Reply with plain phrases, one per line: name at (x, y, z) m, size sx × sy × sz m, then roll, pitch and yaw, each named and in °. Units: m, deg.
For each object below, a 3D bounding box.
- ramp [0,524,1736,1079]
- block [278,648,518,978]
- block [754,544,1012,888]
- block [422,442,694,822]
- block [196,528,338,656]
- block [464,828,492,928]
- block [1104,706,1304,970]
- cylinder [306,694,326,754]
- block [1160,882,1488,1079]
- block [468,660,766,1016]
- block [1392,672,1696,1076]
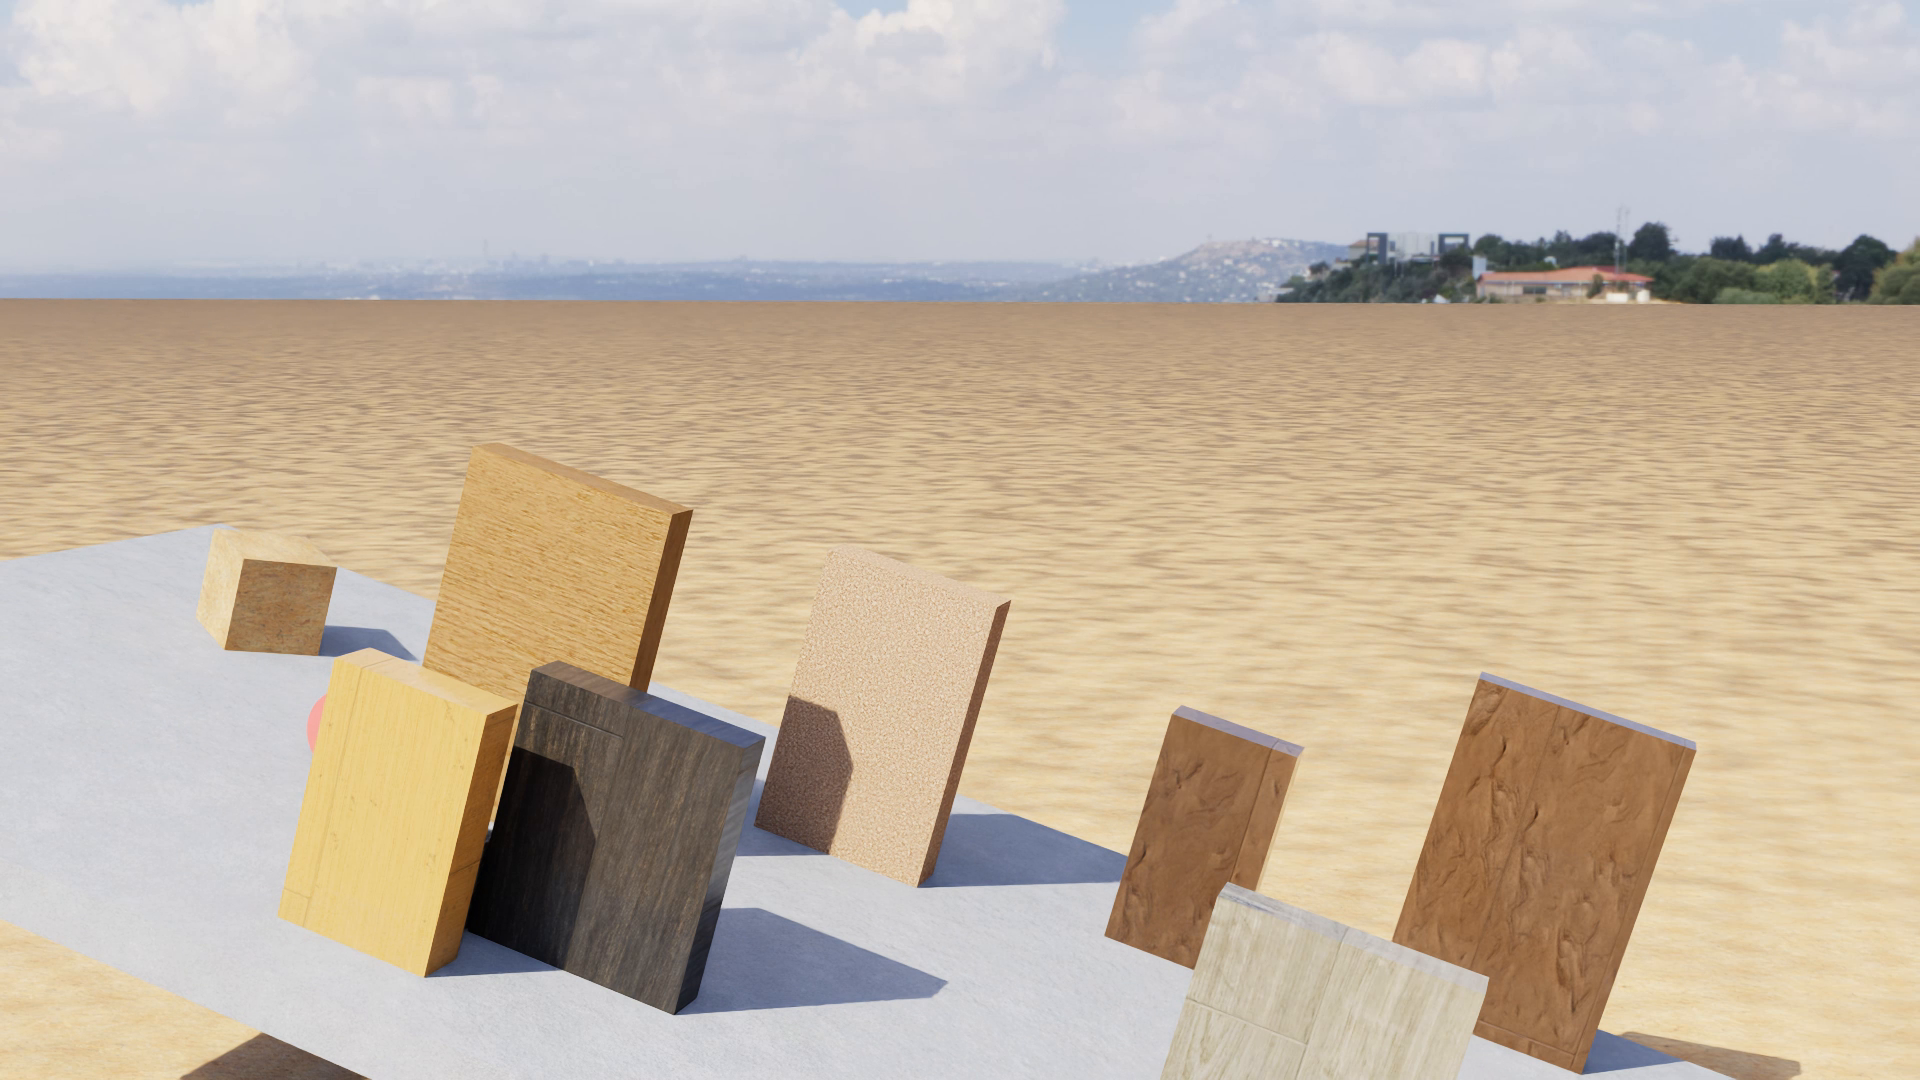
ramp at (-0.376, 0.735, 4.239) m, size 4.000 × 0.100 × 2.000 m, roll 19°, pitch 12°, yaw 14°
block at (-0.909, 0.437, 3.547) m, size 0.278 × 0.451 × 0.102 m, roll 19°, pitch 12°, yaw 14°
block at (-0.162, 0.358, 4.528) m, size 0.372 × 0.611 × 0.109 m, roll 19°, pitch 12°, yaw 14°
block at (-0.798, 0.208, 4.195) m, size 0.423 × 0.689 × 0.096 m, roll 19°, pitch 12°, yaw 14°
block at (-1.536, 0.116, 4.868) m, size 0.210 × 0.210 × 0.210 m, roll 7°, pitch 14°, yaw -38°
block at (-0.897, 0.560, 3.716) m, size 0.159 × 0.159 × 0.159 m, roll 20°, pitch 12°, yaw 21°
block at (0.496, 0.616, 4.480) m, size 0.264 × 0.492 × 0.098 m, roll 19°, pitch 12°, yaw 14°
cylinder at (-1.151, 0.359, 4.297) m, size 0.178 × 0.178 × 0.178 m, roll 1°, pitch 9°, yaw 12°
block at (0.573, 0.848, 3.581) m, size 0.442 × 0.445 × 0.090 m, roll 19°, pitch 12°, yaw 14°
block at (-0.575, 0.493, 3.667) m, size 0.393 × 0.475 × 0.093 m, roll 19°, pitch 12°, yaw 14°
block at (1.172, 0.681, 4.510) m, size 0.441 × 0.715 × 0.085 m, roll 19°, pitch 12°, yaw 14°
